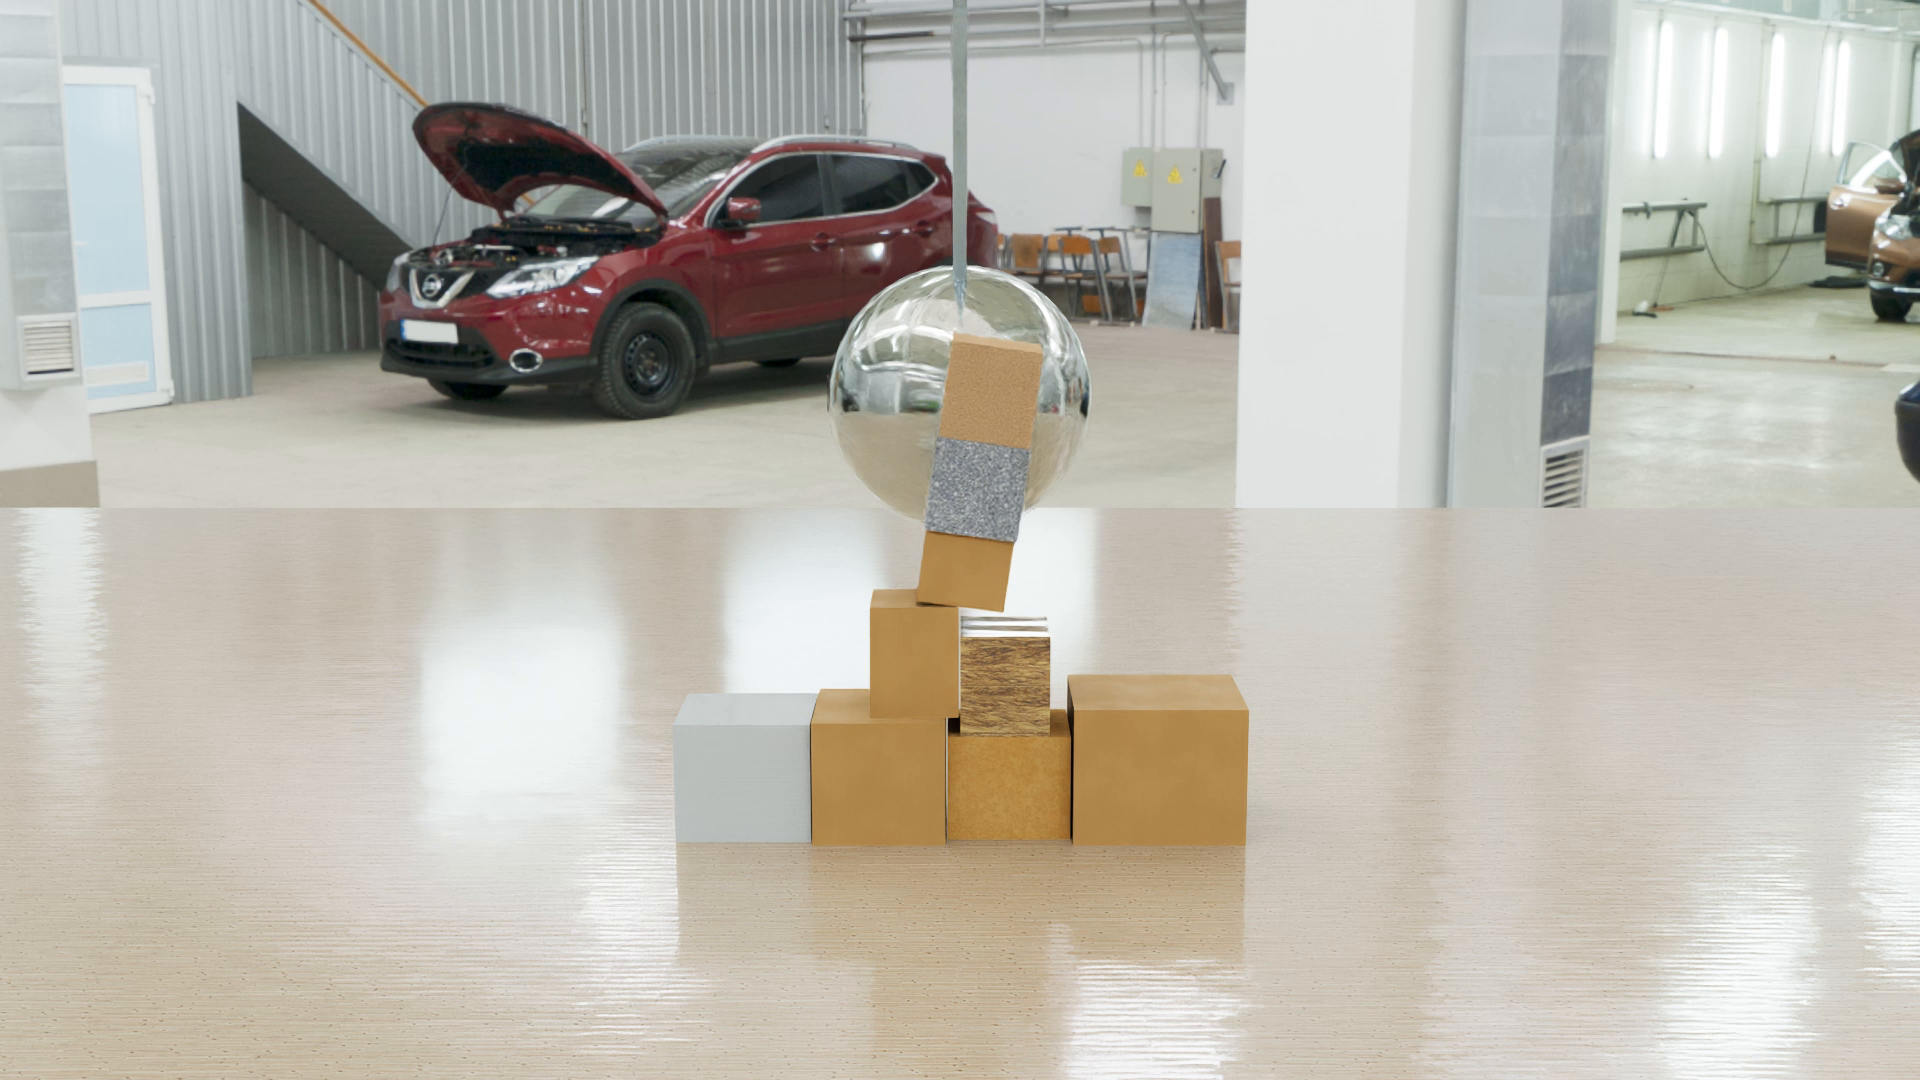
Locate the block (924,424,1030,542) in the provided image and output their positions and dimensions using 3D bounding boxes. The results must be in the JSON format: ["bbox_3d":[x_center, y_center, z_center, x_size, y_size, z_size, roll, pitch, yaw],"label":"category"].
[{"bbox_3d":[0.086,-0.291,11.126,0.469,0.471,0.469,8,10,-1],"label":"block"}]

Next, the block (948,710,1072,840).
[{"bbox_3d":[0.249,1.209,11.418,0.624,0.536,0.558,0,10,0],"label":"block"}]

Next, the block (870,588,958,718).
[{"bbox_3d":[-0.230,0.575,11.275,0.445,0.565,0.476,0,10,0],"label":"block"}]

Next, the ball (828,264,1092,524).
[{"bbox_3d":[0.000,-0.869,13.355,1.600,1.600,1.600,0,10,0],"label":"ball"}]

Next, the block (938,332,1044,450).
[{"bbox_3d":[0.153,-0.756,11.060,0.454,0.478,0.487,8,10,-1],"label":"block"}]

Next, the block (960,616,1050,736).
[{"bbox_3d":[0.228,0.695,11.297,0.450,0.519,0.492,0,10,0],"label":"block"}]

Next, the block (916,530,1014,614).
[{"bbox_3d":[0.026,0.116,11.210,0.443,0.368,0.448,8,10,-1],"label":"block"}]

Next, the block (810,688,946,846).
[{"bbox_3d":[-0.409,1.165,11.386,0.671,0.634,0.720,0,10,0],"label":"block"}]

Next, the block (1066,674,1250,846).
[{"bbox_3d":[1.006,1.128,11.394,0.872,0.704,0.744,0,10,0],"label":"block"}]

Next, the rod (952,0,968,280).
[{"bbox_3d":[0.000,-3.727,11.513,0.080,5.200,0.080,0,33,0],"label":"rod"}]

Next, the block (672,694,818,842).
[{"bbox_3d":[-1.098,1.173,11.403,0.688,0.613,0.636,0,10,0],"label":"block"}]
